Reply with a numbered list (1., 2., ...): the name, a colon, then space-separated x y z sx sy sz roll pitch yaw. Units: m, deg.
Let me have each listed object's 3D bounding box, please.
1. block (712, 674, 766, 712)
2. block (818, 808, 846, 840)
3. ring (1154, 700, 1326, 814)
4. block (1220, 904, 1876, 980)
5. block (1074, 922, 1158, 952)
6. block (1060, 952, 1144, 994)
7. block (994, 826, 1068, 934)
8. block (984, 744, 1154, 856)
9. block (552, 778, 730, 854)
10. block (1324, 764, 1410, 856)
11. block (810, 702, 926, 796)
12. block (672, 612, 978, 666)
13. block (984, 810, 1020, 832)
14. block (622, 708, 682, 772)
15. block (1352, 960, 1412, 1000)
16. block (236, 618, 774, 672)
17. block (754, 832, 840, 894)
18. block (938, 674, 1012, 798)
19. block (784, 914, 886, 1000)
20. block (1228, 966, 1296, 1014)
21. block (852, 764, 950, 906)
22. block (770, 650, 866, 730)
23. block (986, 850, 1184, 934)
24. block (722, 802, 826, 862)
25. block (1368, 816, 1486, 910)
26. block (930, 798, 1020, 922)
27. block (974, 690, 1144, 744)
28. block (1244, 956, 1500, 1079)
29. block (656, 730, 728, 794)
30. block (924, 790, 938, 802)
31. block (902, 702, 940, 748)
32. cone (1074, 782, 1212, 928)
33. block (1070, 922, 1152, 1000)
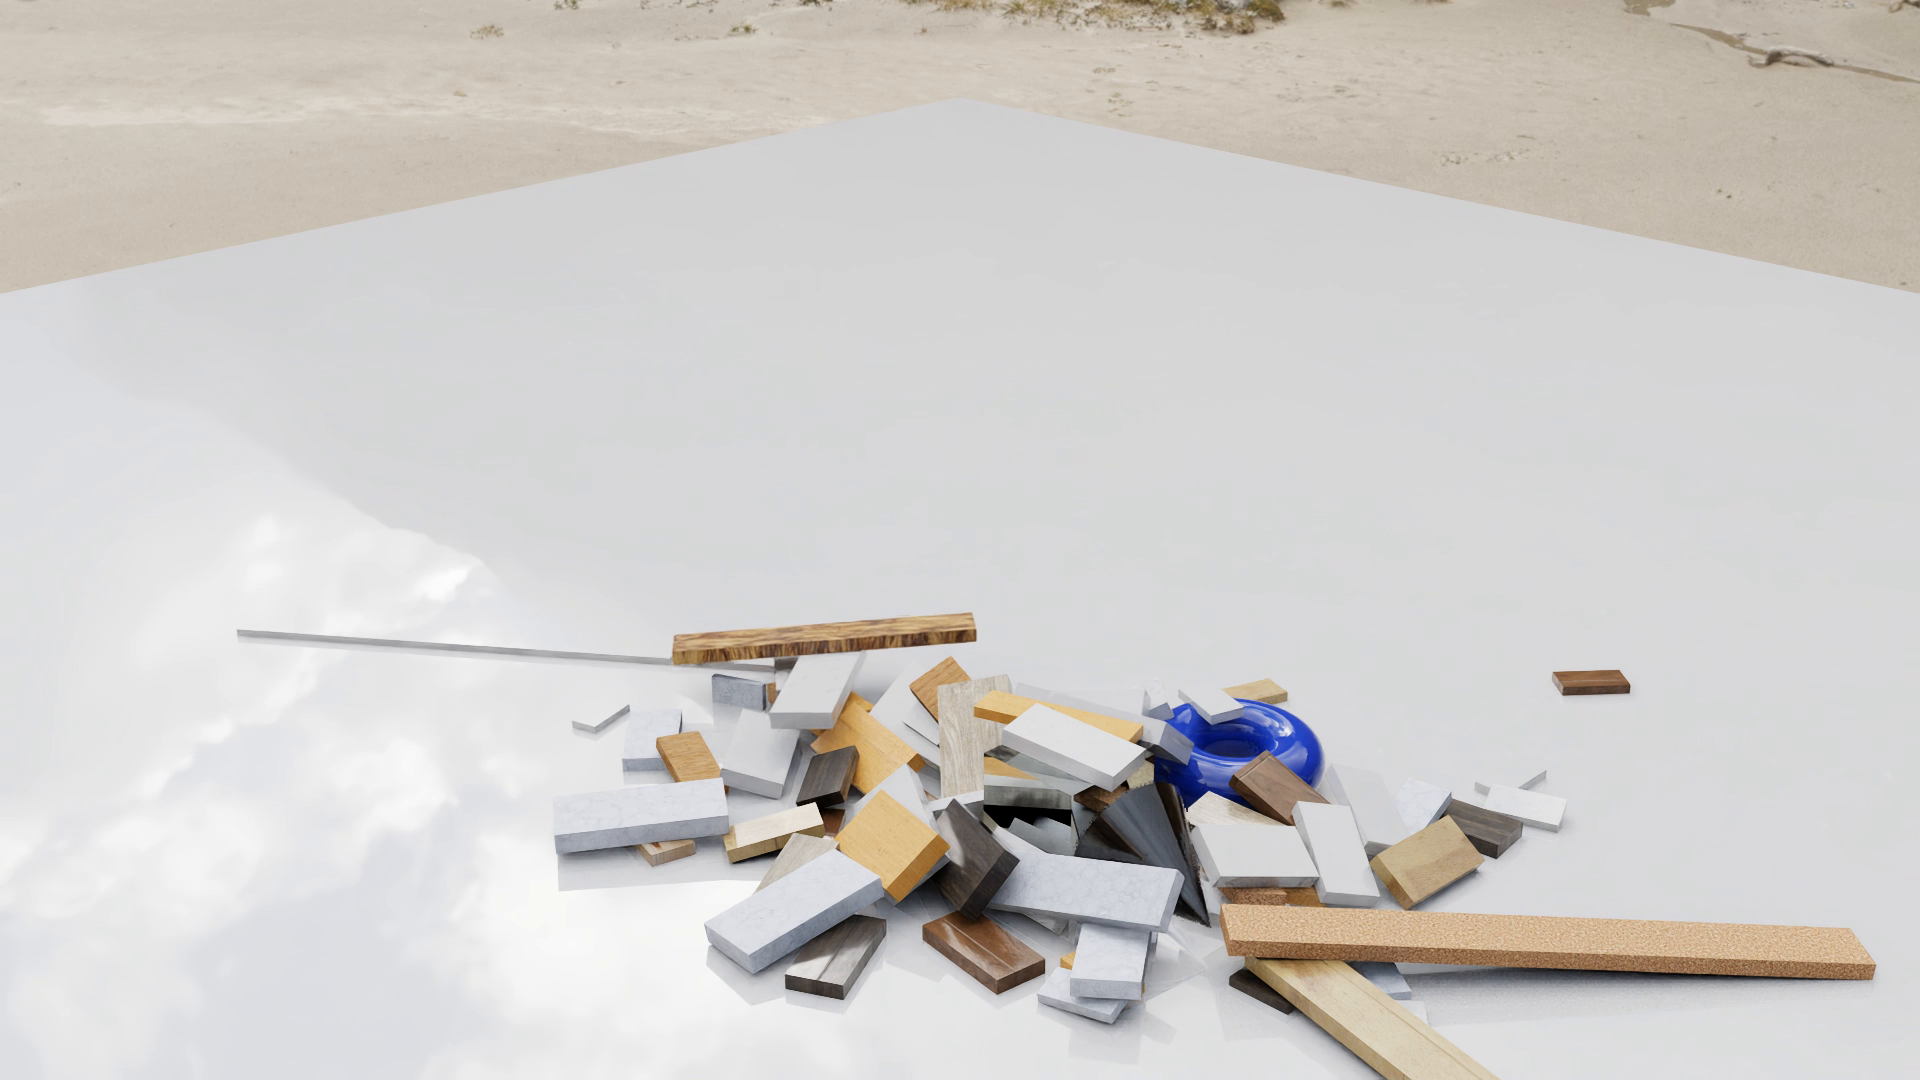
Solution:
1. block: -0.491 0.338 4.885 0.125 0.063 0.018 9 25 20
2. block: -0.286 0.587 4.344 0.093 0.026 0.185 3 23 6
3. ring: 0.562 0.450 4.542 0.384 0.128 0.384 0 24 0
4. block: 1.046 0.718 3.932 1.157 0.033 0.117 3 23 -3
5. block: 0.287 0.722 4.033 0.148 0.021 0.074 3 23 8
6. block: 0.253 0.774 3.911 0.074 0.021 0.148 -15 27 -32
7. block: 0.128 0.637 4.125 0.234 0.033 0.117 24 77 43
8. block: 0.209 0.515 4.252 0.231 0.231 0.231 -21 31 -40
9. block: -0.632 0.544 4.354 0.338 0.042 0.149 -6 24 -9
10. block: 0.805 0.534 4.316 0.112 0.032 0.231 13 30 -19
11. block: -0.193 0.446 4.577 0.131 0.037 0.263 -44 37 -11
12. block: -0.301 0.219 4.902 0.672 0.031 0.110 -4 18 -3
13. block: 0.058 0.514 4.425 0.081 0.023 0.163 -21 43 0
14. block: -0.658 0.428 4.712 0.110 0.031 0.220 -1 23 -3
15. block: 0.749 0.776 3.909 0.064 0.018 0.129 -4 23 -8
16. block: -1.062 0.246 5.158 1.316 0.018 0.063 3 23 8
17. block: -0.312 0.637 4.183 0.097 0.027 0.200 8 34 19
18. block: 0.036 0.418 4.456 0.149 0.042 0.298 -11 51 10
19. block: -0.222 0.745 3.964 0.110 0.031 0.220 7 24 17
20. block: 0.545 0.790 3.876 0.129 0.018 0.064 21 31 40
21. block: -0.116 0.567 4.272 0.140 0.040 0.334 -39 25 6
22. block: -0.301 0.309 4.736 0.131 0.037 0.414 0 18 8
23. block: 0.198 0.636 4.022 0.442 0.031 0.110 1 57 37
24. block: -0.367 0.574 4.321 0.194 0.027 0.097 -15 22 -8
25. block: 0.893 0.615 4.199 0.223 0.032 0.112 -19 63 -38
26. block: 0.007 0.598 4.136 0.040 0.140 0.280 37 -1 -24
27. block: 0.192 0.354 4.307 0.327 0.023 0.081 11 25 25
28. block: 0.698 0.821 3.731 0.122 0.035 0.521 -15 29 -30
29. block: -0.557 0.468 4.572 0.093 0.026 0.185 -8 35 -26
30. block: -0.078 0.532 4.444 0.058 0.016 0.115 -18 29 -35
31. block: -0.064 0.386 4.603 0.115 0.016 0.058 31 73 40
32. cone: 0.386 0.629 4.065 0.256 0.256 0.256 -15 45 -32
33. block: 0.269 0.736 3.889 0.122 0.035 0.245 2 17 9
